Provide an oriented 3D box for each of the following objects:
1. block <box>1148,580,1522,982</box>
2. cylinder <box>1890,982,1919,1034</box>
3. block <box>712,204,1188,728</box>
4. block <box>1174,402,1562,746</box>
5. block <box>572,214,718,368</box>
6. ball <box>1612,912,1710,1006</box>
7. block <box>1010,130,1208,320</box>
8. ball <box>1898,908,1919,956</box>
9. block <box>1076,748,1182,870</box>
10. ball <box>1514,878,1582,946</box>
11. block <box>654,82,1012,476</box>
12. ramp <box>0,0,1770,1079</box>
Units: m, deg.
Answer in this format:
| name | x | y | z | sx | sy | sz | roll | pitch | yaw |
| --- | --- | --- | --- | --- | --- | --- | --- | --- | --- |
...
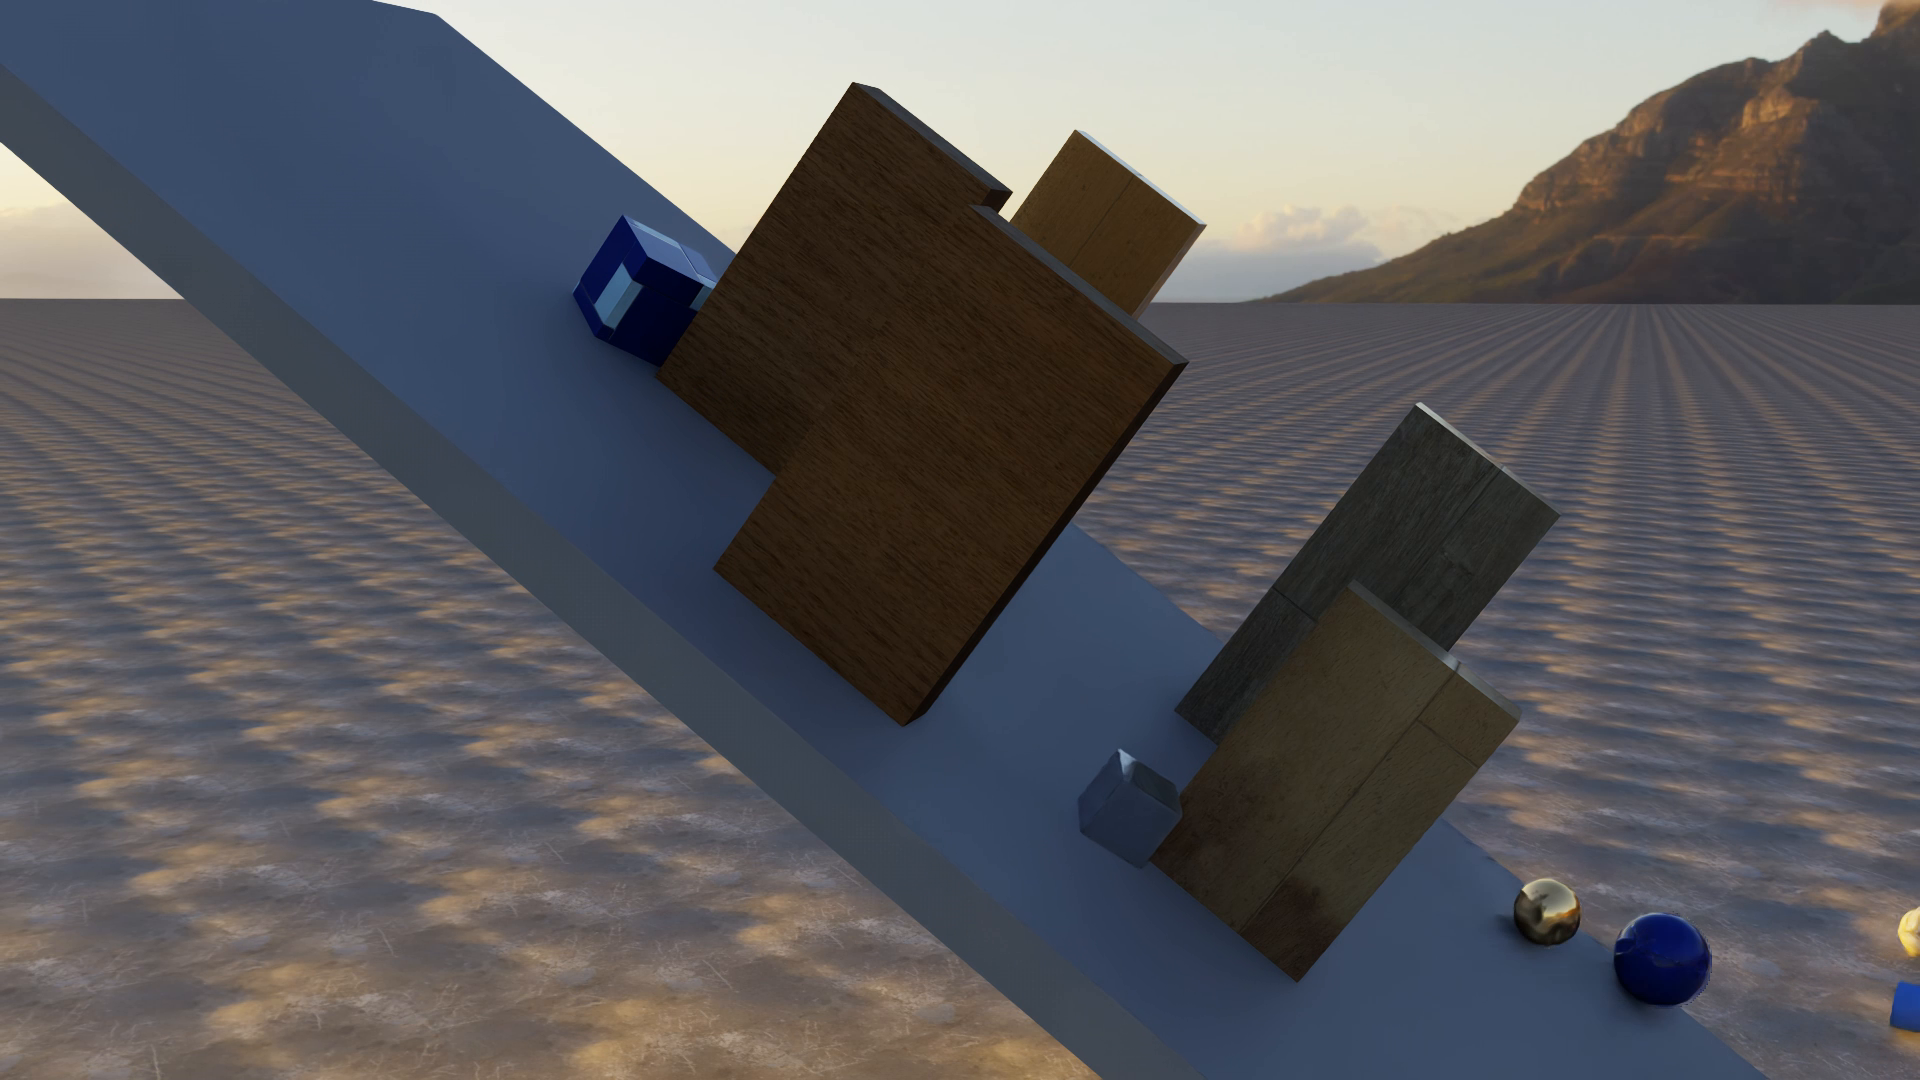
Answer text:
| name | x | y | z | sx | sy | sz | roll | pitch | yaw |
| --- | --- | --- | --- | --- | --- | --- | --- | --- | --- |
| block | 0.576 | 0.379 | 3.460 | 0.327 | 0.546 | 0.091 | 39 | 16 | 9 |
| cylinder | 2.337 | 1.144 | 5.353 | 0.112 | 0.112 | 0.112 | 11 | 12 | 30 |
| block | -0.021 | -0.110 | 3.335 | 0.387 | 0.692 | 0.114 | 39 | 16 | 9 |
| block | 0.770 | 0.138 | 4.190 | 0.332 | 0.750 | 0.093 | 39 | 16 | 9 |
| block | -0.580 | -0.458 | 4.101 | 0.181 | 0.181 | 0.181 | 25 | 20 | -36 |
| ball | 1.456 | 0.870 | 4.566 | 0.193 | 0.193 | 0.193 | 0 | 7 | 0 |
| block | 0.179 | -0.492 | 4.790 | 0.337 | 0.729 | 0.093 | 39 | 16 | 9 |
| ball | 2.620 | 1.065 | 5.964 | 0.138 | 0.138 | 0.138 | 0 | 7 | 0 |
| block | 0.267 | 0.425 | 3.478 | 0.114 | 0.114 | 0.114 | 33 | 16 | -12 |
| ball | 1.187 | 0.752 | 4.445 | 0.134 | 0.134 | 0.134 | 0 | 7 | 0 |
| block | -0.231 | -0.460 | 3.977 | 0.316 | 0.649 | 0.142 | 39 | 16 | 9 |
| ramp | -0.058 | 0.119 | 4.067 | 4.000 | 0.100 | 2.000 | 39 | 16 | 9 |
